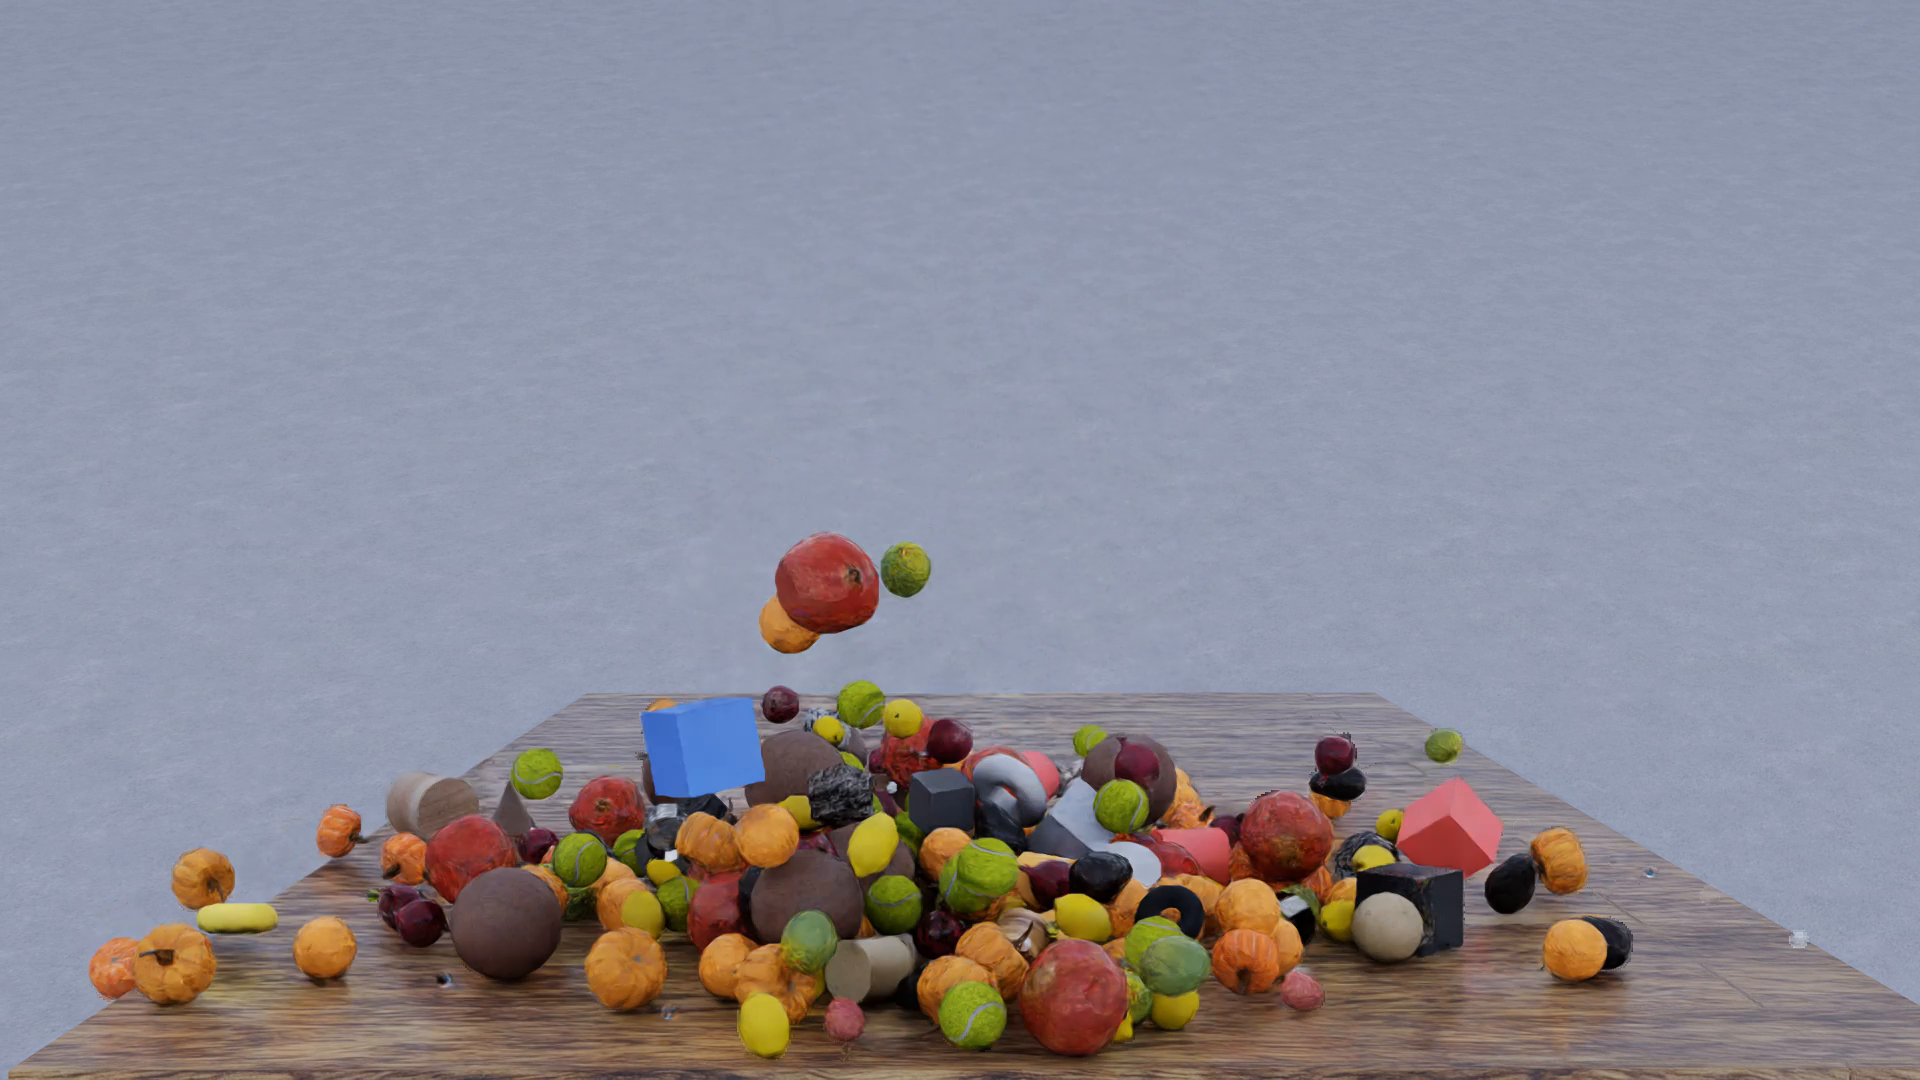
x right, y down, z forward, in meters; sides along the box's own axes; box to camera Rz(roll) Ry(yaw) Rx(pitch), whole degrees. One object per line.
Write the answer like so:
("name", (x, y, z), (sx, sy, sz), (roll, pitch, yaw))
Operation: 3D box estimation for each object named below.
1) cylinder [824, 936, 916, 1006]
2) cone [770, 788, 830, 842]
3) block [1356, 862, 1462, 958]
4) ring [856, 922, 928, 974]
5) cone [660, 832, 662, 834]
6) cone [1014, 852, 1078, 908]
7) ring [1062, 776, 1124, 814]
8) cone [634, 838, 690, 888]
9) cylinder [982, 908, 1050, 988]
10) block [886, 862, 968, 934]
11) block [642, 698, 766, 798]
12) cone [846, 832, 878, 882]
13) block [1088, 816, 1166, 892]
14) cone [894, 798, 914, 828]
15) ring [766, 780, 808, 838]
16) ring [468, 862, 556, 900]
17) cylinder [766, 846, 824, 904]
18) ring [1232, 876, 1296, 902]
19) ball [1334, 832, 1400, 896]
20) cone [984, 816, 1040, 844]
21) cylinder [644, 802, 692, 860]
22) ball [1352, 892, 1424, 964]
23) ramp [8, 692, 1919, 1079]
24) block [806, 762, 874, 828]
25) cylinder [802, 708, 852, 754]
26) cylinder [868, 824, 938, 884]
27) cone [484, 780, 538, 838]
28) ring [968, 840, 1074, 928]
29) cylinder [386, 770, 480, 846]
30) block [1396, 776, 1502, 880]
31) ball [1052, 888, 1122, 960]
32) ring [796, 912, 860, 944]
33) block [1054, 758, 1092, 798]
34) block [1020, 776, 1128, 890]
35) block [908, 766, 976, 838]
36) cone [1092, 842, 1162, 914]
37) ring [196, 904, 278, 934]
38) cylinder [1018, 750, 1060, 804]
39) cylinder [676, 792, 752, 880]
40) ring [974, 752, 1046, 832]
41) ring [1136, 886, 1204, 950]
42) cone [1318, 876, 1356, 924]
("cylinder", (-0.100, 0.475, 2.847), (0.072, 0.072, 0.072), (22, 12, 39))
("cone", (-0.248, 0.405, 3.842), (0.092, 0.092, 0.092), (-8, 7, -17))
("block", (0.554, 0.455, 3.180), (0.094, 0.094, 0.094), (2, 3, 42))
("ring", (-0.080, 0.480, 3.027), (0.092, 0.031, 0.092), (26, 9, -4))
("cone", (-0.441, 0.463, 3.861), (0.068, 0.068, 0.068), (15, 35, 29))
("cone", (0.117, 0.401, 3.130), (0.074, 0.074, 0.074), (-31, 3, 38))
("ring", (0.199, 0.414, 3.833), (0.044, 0.132, 0.132), (-18, 30, -30))
("cone", (-0.399, 0.429, 3.639), (0.088, 0.088, 0.088), (12, 37, 24))
("cylinder", (0.062, 0.448, 2.833), (0.063, 0.063, 0.063), (7, 29, 15))
("block", (-0.043, 0.459, 3.306), (0.077, 0.077, 0.077), (0, 1, -33))
("block", (-0.283, 0.228, 2.843), (0.092, 0.092, 0.092), (-11, 3, -30))
("cone", (-0.146, 0.468, 3.706), (0.074, 0.074, 0.074), (-23, -11, -41))
("block", (0.235, 0.441, 3.625), (0.092, 0.092, 0.092), (0, 2, -7))
("cone", (-0.088, 0.457, 4.025), (0.077, 0.077, 0.077), (15, 37, 30))
("ring", (-0.240, 0.417, 4.053), (0.149, 0.149, 0.050), (-25, 71, -43))
("ring", (-0.618, 0.470, 3.560), (0.120, 0.040, 0.120), (0, 0, 0))
("cylinder", (-0.196, 0.397, 3.060), (0.052, 0.052, 0.052), (22, -14, 6))
("ring", (0.414, 0.477, 3.513), (0.087, 0.029, 0.087), (-1, 2, 0))
("ball", (0.559, 0.445, 3.532), (0.090, 0.090, 0.090), (0, 24, 0))
("cone", (0.070, 0.456, 3.963), (0.089, 0.089, 0.089), (6, 30, 13))
("cylinder", (-0.364, 0.364, 3.213), (0.057, 0.057, 0.057), (-4, 13, -8))
("ball", (0.511, 0.463, 3.079), (0.085, 0.085, 0.085), (0, 24, 0))
("ramp", (0.056, 0.506, 4.550), (2.000, 0.100, 4.000), (0, 2, 0))
("block", (-0.135, 0.291, 2.925), (0.053, 0.053, 0.053), (-19, -27, 24))
("cylinder", (-0.204, 0.292, 3.939), (0.062, 0.062, 0.062), (11, 22, -13))
("cylinder", (-0.074, 0.418, 3.416), (0.078, 0.078, 0.078), (-14, 25, 2))
("cone", (-0.720, 0.426, 4.125), (0.086, 0.086, 0.086), (-2, 3, 0))
("ring", (0.076, 0.445, 3.308), (0.141, 0.047, 0.141), (-6, 41, 5))
("cylinder", (-0.770, 0.392, 3.762), (0.099, 0.099, 0.099), (-20, 15, -37))
("block", (0.672, 0.404, 3.539), (0.094, 0.094, 0.094), (-37, 11, 32))
("ball", (0.152, 0.461, 3.099), (0.087, 0.087, 0.087), (0, 24, 0))
("ring", (-0.165, 0.487, 3.230), (0.083, 0.028, 0.083), (-9, 2, 0))
("block", (0.191, 0.414, 4.451), (0.054, 0.054, 0.054), (-13, 9, -29))
("block", (0.145, 0.372, 3.274), (0.083, 0.083, 0.083), (40, 44, 5))
("block", (-0.024, 0.334, 3.286), (0.062, 0.062, 0.062), (-7, 22, -26))
("cone", (0.199, 0.426, 3.125), (0.084, 0.084, 0.084), (2, 38, -1))
("ring", (-0.893, 0.467, 3.181), (0.098, 0.033, 0.098), (-2, -12, 0))
("cylinder", (0.092, 0.364, 3.779), (0.082, 0.082, 0.082), (12, 30, 24))
("cylinder", (-0.351, 0.403, 3.545), (0.090, 0.090, 0.090), (-33, 21, 14))
("ring", (0.064, 0.321, 3.290), (0.109, 0.109, 0.036), (18, 28, 35))
("ring", (0.240, 0.431, 2.945), (0.080, 0.027, 0.080), (-9, 53, 12))
("cone", (0.499, 0.465, 3.356), (0.058, 0.058, 0.058), (4, 4, 0))
